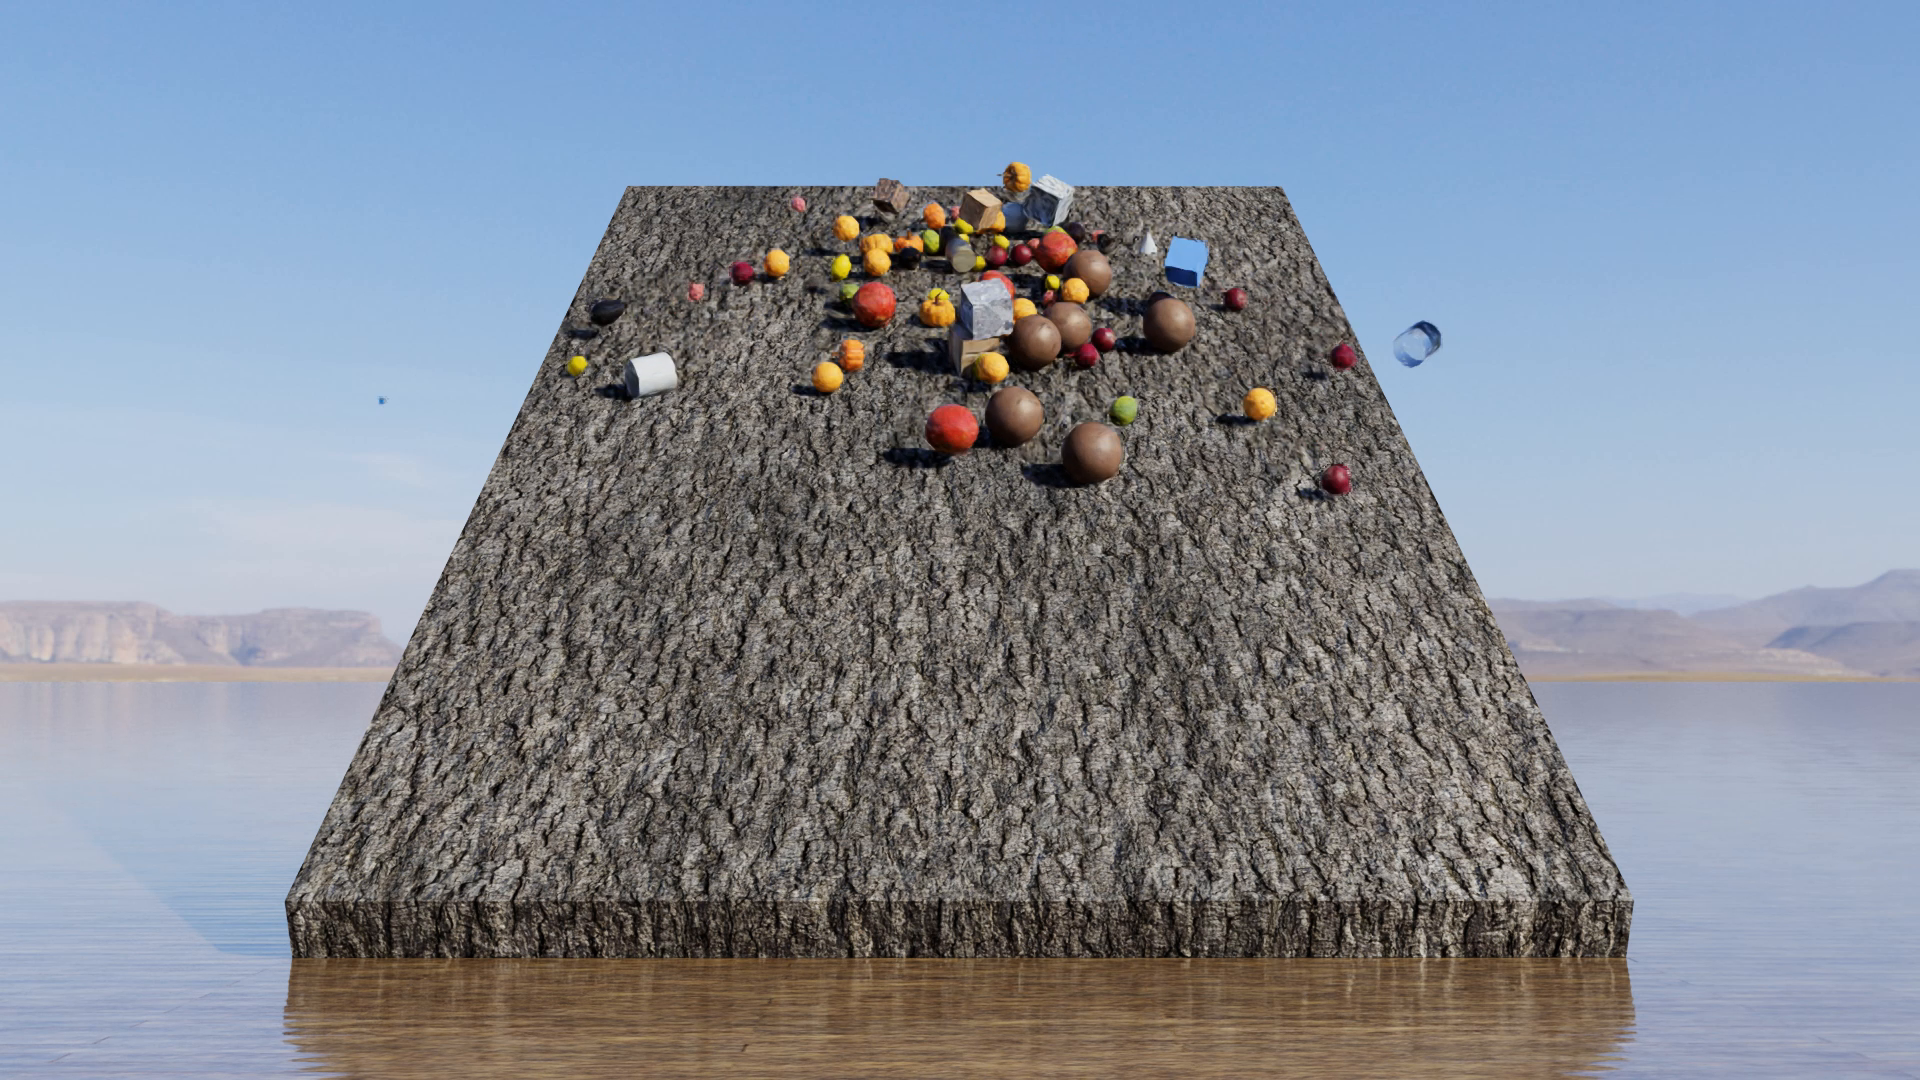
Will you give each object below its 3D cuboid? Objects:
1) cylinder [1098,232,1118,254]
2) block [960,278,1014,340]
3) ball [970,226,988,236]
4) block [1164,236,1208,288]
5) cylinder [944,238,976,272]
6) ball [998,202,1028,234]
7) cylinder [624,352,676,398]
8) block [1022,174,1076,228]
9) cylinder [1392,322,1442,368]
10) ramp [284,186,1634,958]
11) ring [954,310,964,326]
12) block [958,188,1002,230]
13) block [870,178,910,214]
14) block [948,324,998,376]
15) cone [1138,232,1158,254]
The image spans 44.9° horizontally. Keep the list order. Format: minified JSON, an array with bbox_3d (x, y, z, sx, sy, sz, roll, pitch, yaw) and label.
[{"bbox_3d":[0.403,-0.809,6.342,0.054,0.054,0.054,-4,13,1],"label":"cylinder"},{"bbox_3d":[0.064,-0.548,5.515,0.098,0.098,0.098,-12,37,-12],"label":"block"},{"bbox_3d":[0.055,-0.889,6.601,0.052,0.052,0.052,0,-3,0],"label":"ball"},{"bbox_3d":[0.576,-0.708,5.919,0.084,0.084,0.084,14,-19,16],"label":"block"},{"bbox_3d":[0.001,-0.770,6.283,0.069,0.069,0.069,1,34,-23],"label":"cylinder"},{"bbox_3d":[0.151,-0.918,6.617,0.090,0.090,0.090,0,-3,0],"label":"ball"},{"bbox_3d":[-0.720,-0.383,5.400,0.092,0.092,0.092,-14,3,-26],"label":"cylinder"},{"bbox_3d":[0.251,-0.955,6.554,0.096,0.096,0.096,30,37,16],"label":"block"},{"bbox_3d":[1.120,-0.480,5.695,0.088,0.088,0.088,-3,22,41],"label":"cylinder"},{"bbox_3d":[-0.008,-0.228,5.293,2.000,0.100,4.000,0,24,0],"label":"ramp"},{"bbox_3d":[0.029,-0.522,5.677,0.043,0.130,0.130,15,-10,-30],"label":"ring"},{"bbox_3d":[0.051,-0.833,5.854,0.069,0.069,0.069,39,35,23],"label":"block"},{"bbox_3d":[-0.200,-0.988,6.678,0.071,0.071,0.071,16,-16,30],"label":"block"},{"bbox_3d":[0.031,-0.457,5.563,0.091,0.091,0.091,-8,33,-19],"label":"block"},{"bbox_3d":[0.524,-0.835,6.474,0.057,0.057,0.057,0,24,0],"label":"cone"}]
